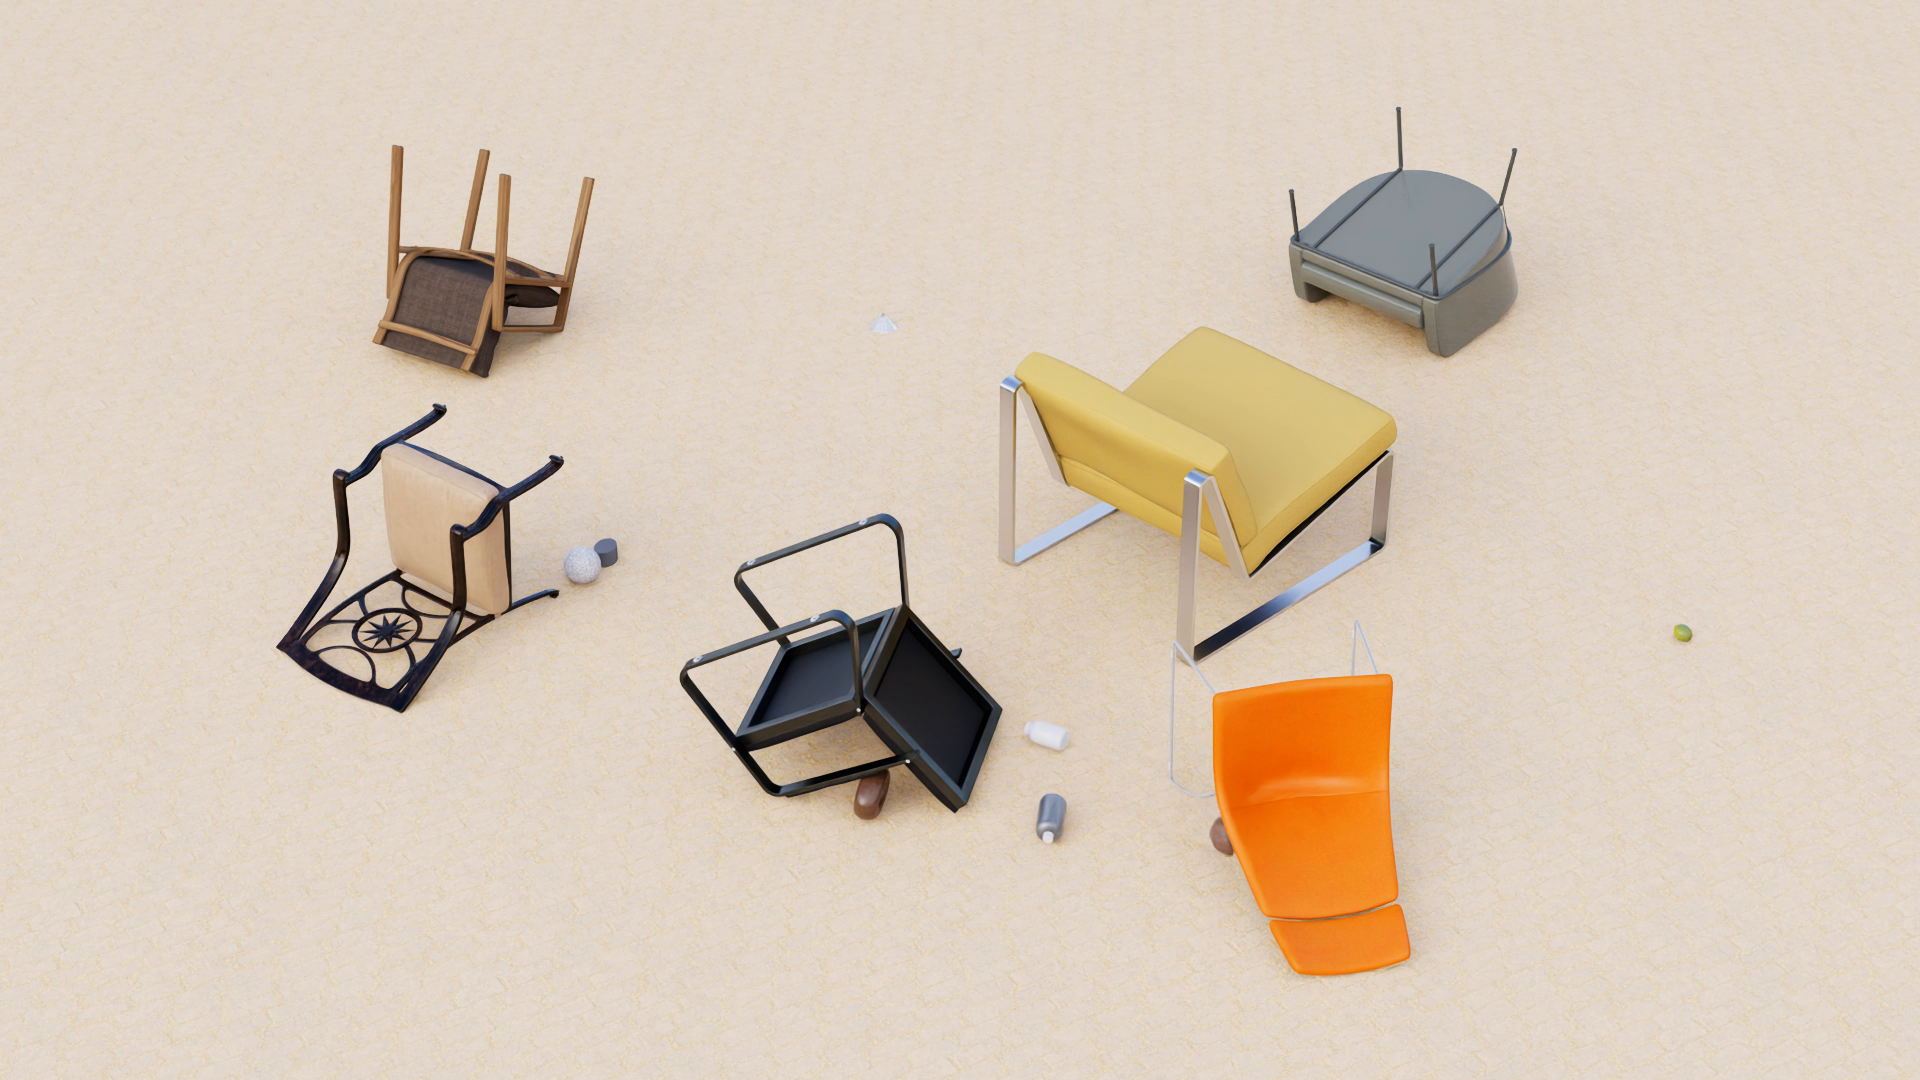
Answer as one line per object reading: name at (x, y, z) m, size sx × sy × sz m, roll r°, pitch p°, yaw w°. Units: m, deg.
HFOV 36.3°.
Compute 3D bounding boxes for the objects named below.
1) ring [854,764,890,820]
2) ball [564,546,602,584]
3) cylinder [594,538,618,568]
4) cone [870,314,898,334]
ring at (-0.287, 0.821, 9.557) m, size 0.082 × 0.157 × 0.213 m, roll 14°, pitch 42°, yaw 8°
ball at (-1.377, 0.090, 10.683) m, size 0.137 × 0.137 × 0.137 m, roll 0°, pitch 33°, yaw 0°
cylinder at (-1.306, 0.048, 10.814) m, size 0.080 × 0.063 × 0.103 m, roll 10°, pitch 35°, yaw 15°
cone at (-0.320, -0.922, 12.284) m, size 0.120 × 0.066 × 0.116 m, roll 14°, pitch 36°, yaw 20°
